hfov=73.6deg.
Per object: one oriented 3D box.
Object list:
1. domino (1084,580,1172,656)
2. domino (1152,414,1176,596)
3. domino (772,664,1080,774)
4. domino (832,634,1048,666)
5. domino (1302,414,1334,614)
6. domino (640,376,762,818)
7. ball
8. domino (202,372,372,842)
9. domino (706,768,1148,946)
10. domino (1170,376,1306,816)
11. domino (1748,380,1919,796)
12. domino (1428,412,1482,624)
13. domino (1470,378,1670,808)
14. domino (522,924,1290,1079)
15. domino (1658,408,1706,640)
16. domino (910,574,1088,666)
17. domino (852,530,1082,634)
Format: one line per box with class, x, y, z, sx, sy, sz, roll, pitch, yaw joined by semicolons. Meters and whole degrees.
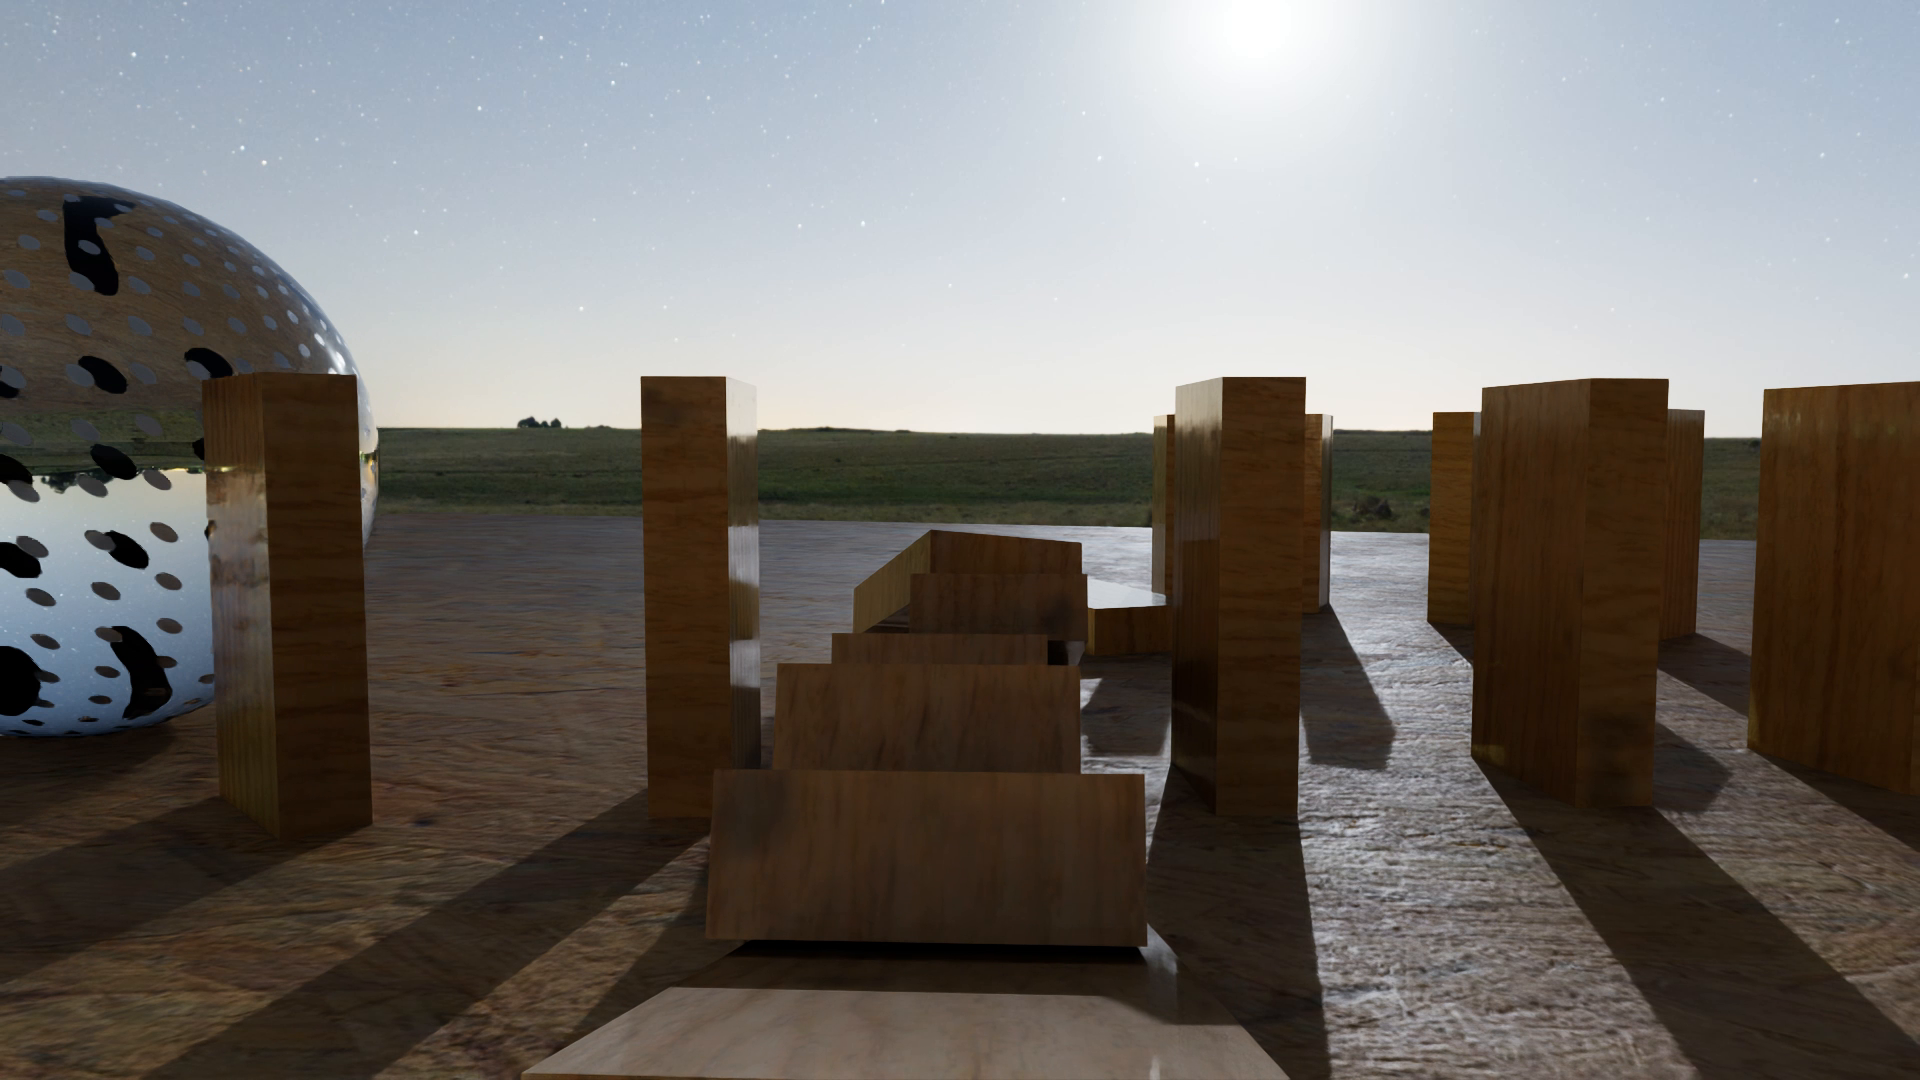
domino;0.030;0.016;0.285;0.025;0.009;0.050;-2;5;-20
domino;0.058;-0.008;0.341;0.009;0.050;0.025;0;4;1
domino;-0.002;0.021;0.129;0.025;0.009;0.050;0;-14;3
domino;-0.001;0.019;0.173;0.025;0.010;0.050;0;-9;3
domino;0.090;-0.007;0.333;0.009;0.050;0.025;2;5;22
domino;-0.031;0.006;0.157;0.009;0.050;0.025;0;4;-1
ball;-0.128;-0.011;0.186;0.080;0.080;0.080;0;4;0
domino;-0.078;0.006;0.148;0.010;0.050;0.025;-4;6;-43
domino;-0.001;0.023;0.098;0.025;0.010;0.050;0;-13;3
domino;0.034;0.006;0.158;0.009;0.050;0.025;0;4;-2
domino;0.117;0.005;0.167;0.009;0.050;0.025;-1;4;-11
domino;0.124;-0.006;0.313;0.009;0.050;0.025;3;5;38
domino;0.076;0.005;0.161;0.009;0.050;0.025;0;4;-5
domino;-0.001;0.027;0.065;0.025;0.009;0.050;0;-11;3
domino;0.154;-0.004;0.284;0.025;0.050;0.010;-4;6;-39
domino;0.006;0.015;0.204;0.025;0.010;0.050;0;-13;2
domino;0.000;0.009;0.222;0.025;0.009;0.050;5;-14;-18
